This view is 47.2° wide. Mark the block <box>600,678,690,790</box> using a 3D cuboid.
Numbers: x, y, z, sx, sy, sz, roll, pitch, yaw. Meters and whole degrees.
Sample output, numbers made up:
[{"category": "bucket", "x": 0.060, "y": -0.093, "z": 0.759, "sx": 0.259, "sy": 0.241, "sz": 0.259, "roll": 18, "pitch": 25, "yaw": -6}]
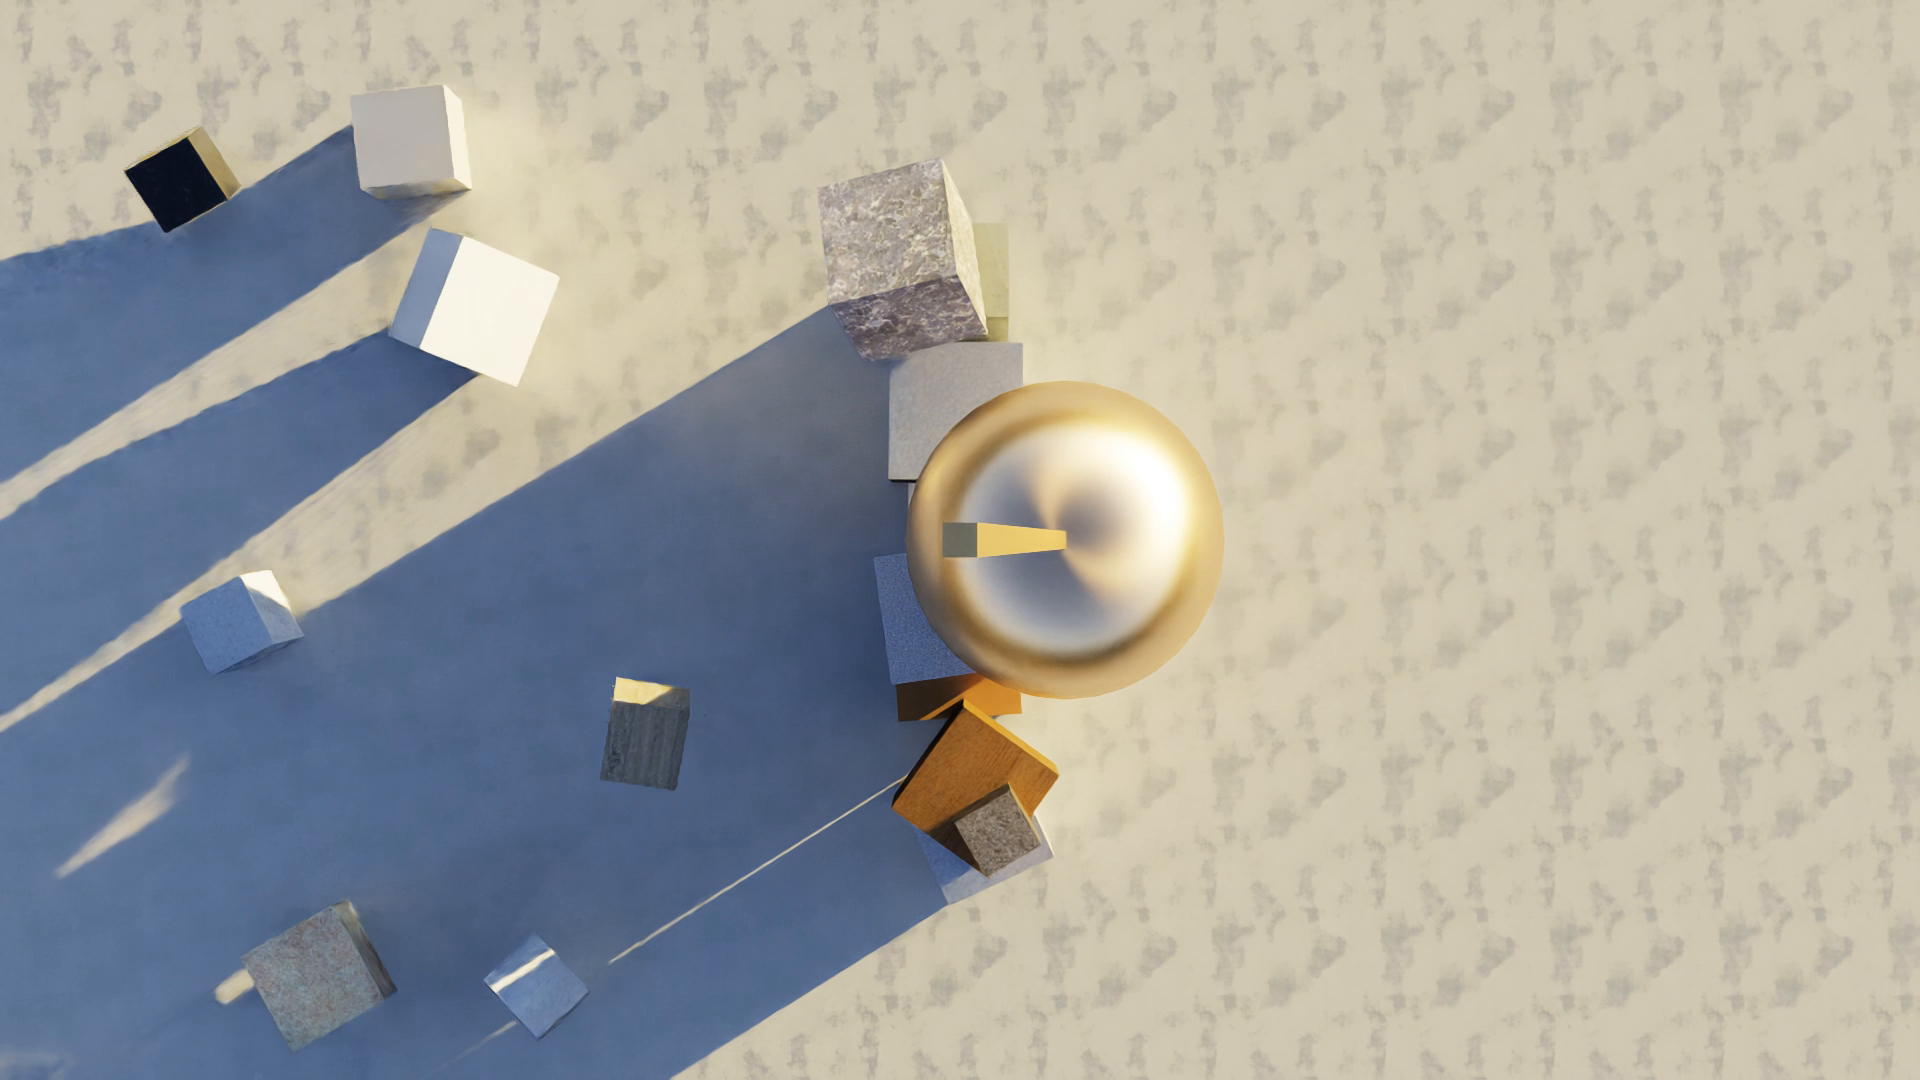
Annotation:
[{"category": "block", "x": -1.761, "y": 1.085, "z": 12.336, "sx": 0.424, "sy": 0.434, "sz": 0.465, "roll": 10, "pitch": 102, "yaw": -9}]

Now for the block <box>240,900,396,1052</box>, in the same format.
[{"category": "block", "x": -3.649, "y": 2.474, "z": 12.545, "sx": 0.568, "sy": 0.572, "sz": 0.611, "roll": -29, "pitch": 89, "yaw": -10}]

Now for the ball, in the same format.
[{"category": "ball", "x": 0.522, "y": 0.000, "z": 11.015, "sx": 1.600, "sy": 1.600, "sz": 1.600, "roll": 0, "pitch": 90, "yaw": 0}]

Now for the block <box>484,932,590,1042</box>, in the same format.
[{"category": "block", "x": -2.435, "y": 2.577, "z": 12.656, "sx": 0.387, "sy": 0.473, "sz": 0.458, "roll": -43, "pitch": 86, "yaw": -17}]

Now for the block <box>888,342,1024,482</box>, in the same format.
[{"category": "block", "x": -0.022, "y": -0.717, "z": 12.602, "sx": 0.742, "sy": 0.797, "sz": 0.766, "roll": 1, "pitch": 90, "yaw": 0}]

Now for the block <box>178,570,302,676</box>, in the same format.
[{"category": "block", "x": -4.176, "y": 0.478, "z": 12.773, "sx": 0.429, "sy": 0.395, "sz": 0.439, "roll": -27, "pitch": 90, "yaw": 8}]

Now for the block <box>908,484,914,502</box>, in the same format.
[{"category": "block", "x": -0.009, "y": -0.061, "z": 12.761, "sx": 0.570, "sy": 0.477, "sz": 0.525, "roll": 0, "pitch": 90, "yaw": 0}]

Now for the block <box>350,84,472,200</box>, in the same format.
[{"category": "block", "x": -3.185, "y": -2.304, "z": 12.776, "sx": 0.541, "sy": 0.447, "sz": 0.537, "roll": -7, "pitch": 90, "yaw": 0}]

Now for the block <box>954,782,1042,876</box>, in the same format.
[{"category": "block", "x": 0.198, "y": 1.520, "z": 11.565, "sx": 0.333, "sy": 0.363, "sz": 0.327, "roll": -30, "pitch": 90, "yaw": 0}]

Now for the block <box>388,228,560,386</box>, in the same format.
[{"category": "block", "x": -2.782, "y": -1.336, "z": 12.570, "sx": 0.604, "sy": 0.634, "sz": 0.672, "roll": 21, "pitch": 90, "yaw": -32}]

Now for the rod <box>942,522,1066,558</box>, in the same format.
[{"category": "rod", "x": 0.226, "y": 0.000, "z": 7.628, "sx": 0.080, "sy": 5.200, "sz": 0.080, "roll": 0, "pitch": 90, "yaw": 5}]

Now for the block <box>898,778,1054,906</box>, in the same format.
[{"category": "block", "x": 0.090, "y": 1.602, "z": 12.667, "sx": 0.653, "sy": 0.665, "sz": 0.693, "roll": -25, "pitch": 90, "yaw": 0}]

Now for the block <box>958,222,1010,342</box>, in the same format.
[{"category": "block", "x": -0.014, "y": -1.463, "z": 12.672, "sx": 0.579, "sy": 0.540, "sz": 0.566, "roll": 0, "pitch": 76, "yaw": 0}]

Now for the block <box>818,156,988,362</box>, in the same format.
[{"category": "block", "x": -0.313, "y": -1.522, "z": 11.999, "sx": 0.703, "sy": 0.654, "sz": 0.751, "roll": -12, "pitch": 64, "yaw": 10}]

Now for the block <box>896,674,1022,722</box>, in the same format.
[{"category": "block", "x": -0.024, "y": 0.616, "z": 12.664, "sx": 0.694, "sy": 0.672, "sz": 0.761, "roll": -4, "pitch": 90, "yaw": 0}]

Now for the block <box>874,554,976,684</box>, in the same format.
[{"category": "block", "x": -0.093, "y": 0.394, "z": 12.028, "sx": 0.646, "sy": 0.593, "sz": 0.686, "roll": -8, "pitch": 89, "yaw": 0}]

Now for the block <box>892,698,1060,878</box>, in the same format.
[{"category": "block", "x": 0.082, "y": 1.343, "z": 12.038, "sx": 0.632, "sy": 0.586, "sz": 0.668, "roll": 36, "pitch": 90, "yaw": 0}]

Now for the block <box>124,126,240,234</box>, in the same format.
[{"category": "block", "x": -4.489, "y": -2.088, "z": 12.718, "sx": 0.412, "sy": 0.418, "sz": 0.405, "roll": -28, "pitch": 111, "yaw": 3}]
